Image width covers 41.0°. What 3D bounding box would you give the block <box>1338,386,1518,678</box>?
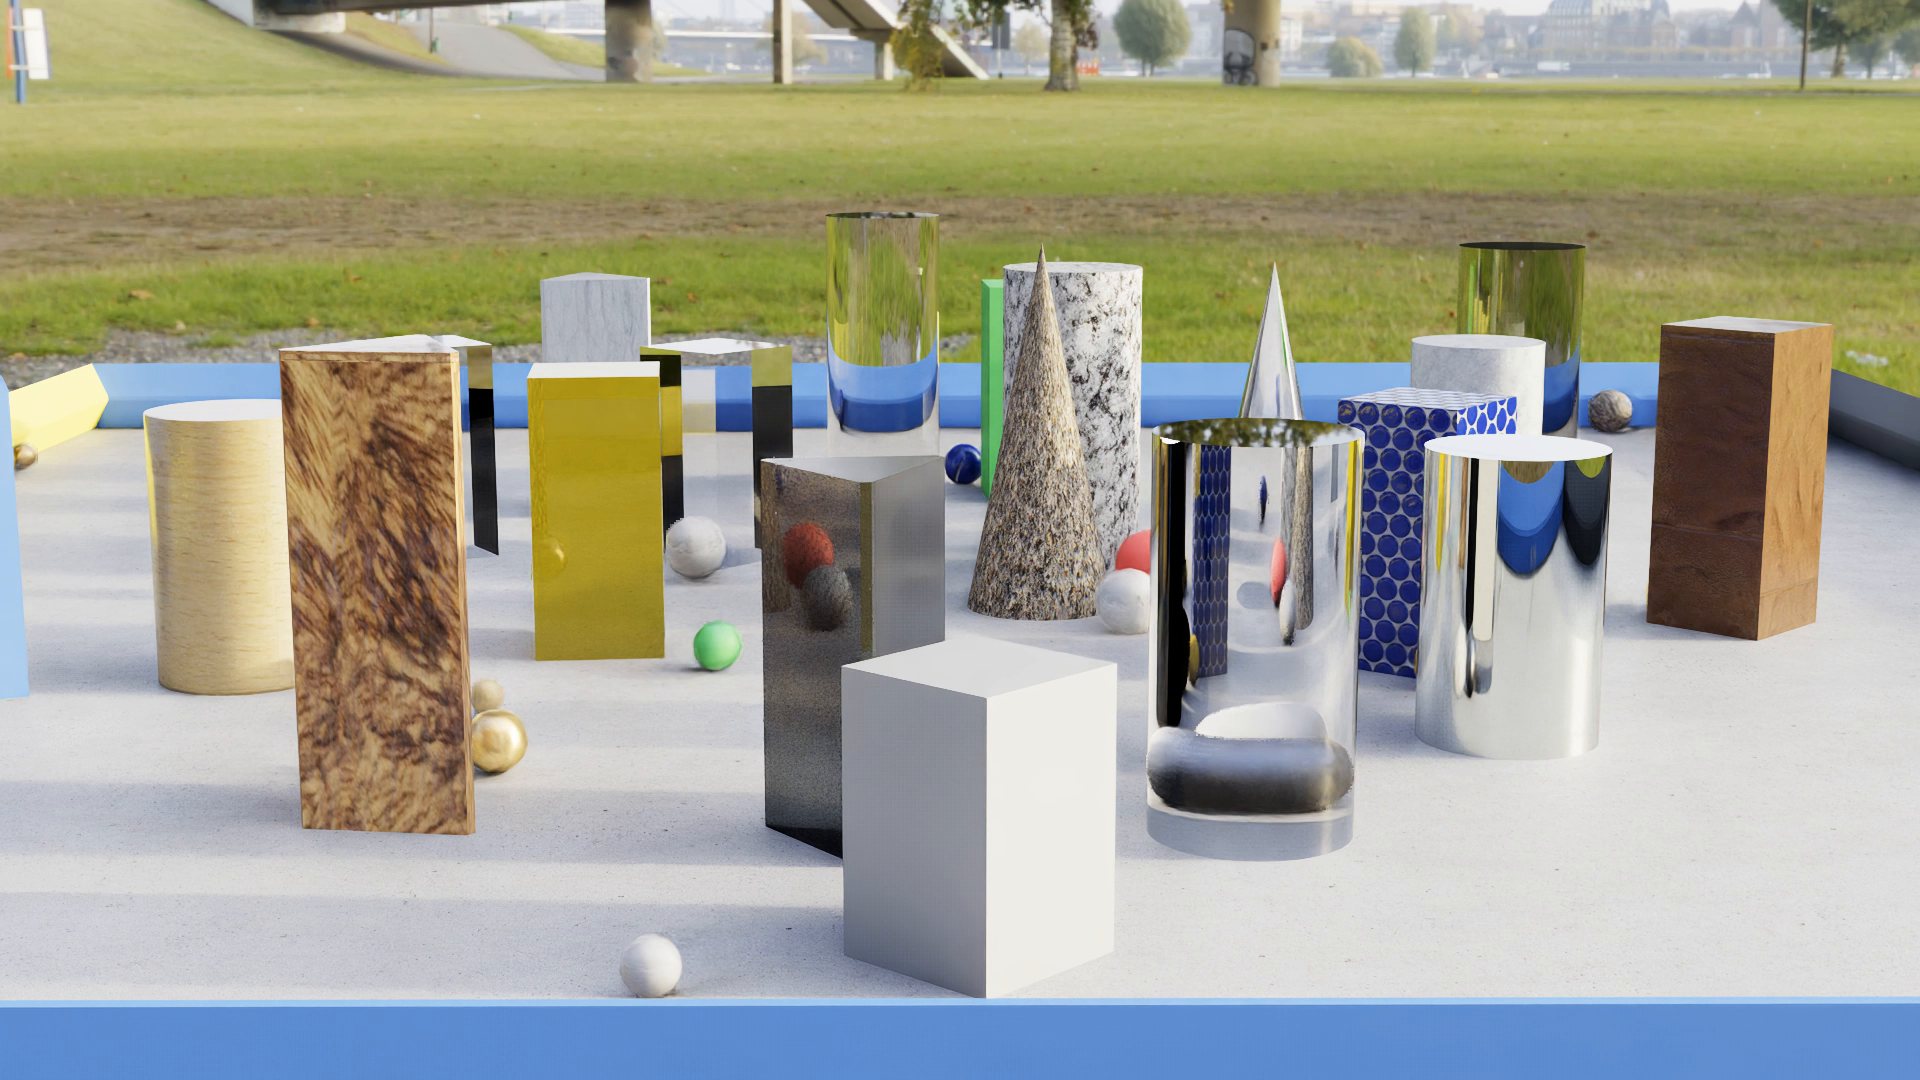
[{"bbox_3d":[0.568,-0.011,3.141,0.159,0.329,0.159,8,13,37],"label":"block"}]

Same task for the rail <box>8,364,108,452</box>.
[{"bbox_3d":[-1.729,0.035,3.439,0.045,0.129,3.614,0,10,0],"label":"rail"}]

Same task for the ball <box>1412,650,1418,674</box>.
[{"bbox_3d":[0.565,0.147,3.032,0.060,0.060,0.060,0,10,0],"label":"ball"}]

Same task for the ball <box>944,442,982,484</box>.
[{"bbox_3d":[0.007,-0.134,4.511,0.073,0.073,0.073,0,10,0],"label":"ball"}]

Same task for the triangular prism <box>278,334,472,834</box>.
[{"bbox_3d":[-0.543,0.039,2.503,0.172,0.464,0.149,1,11,7],"label":"triangular prism"}]

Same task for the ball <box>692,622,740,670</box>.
[{"bbox_3d":[-0.296,0.130,3.126,0.059,0.059,0.059,0,10,0],"label":"ball"}]

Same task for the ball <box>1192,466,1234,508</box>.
[{"bbox_3d":[0.420,-0.088,4.271,0.070,0.070,0.070,0,10,0],"label":"ball"}]

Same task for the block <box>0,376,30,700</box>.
[{"bbox_3d":[-1.192,-0.002,3.008,0.159,0.360,0.159,-4,11,-23],"label":"block"}]

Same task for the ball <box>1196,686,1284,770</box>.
[{"bbox_3d":[0.293,0.197,2.678,0.090,0.090,0.090,0,10,0],"label":"ball"}]

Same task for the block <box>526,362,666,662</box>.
[{"bbox_3d":[-0.455,-0.039,3.230,0.159,0.353,0.159,-1,11,-6],"label":"block"}]

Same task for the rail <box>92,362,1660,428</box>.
[{"bbox_3d":[-0.010,-0.291,5.202,3.505,0.129,0.045,0,10,0],"label":"rail"}]

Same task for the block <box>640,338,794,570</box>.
[{"bbox_3d":[-0.362,-0.132,3.832,0.159,0.317,0.159,9,14,40],"label":"block"}]

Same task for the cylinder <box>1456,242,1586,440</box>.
[{"bbox_3d":[0.900,-0.254,4.148,0.198,0.441,0.198,0,10,0],"label":"cylinder"}]

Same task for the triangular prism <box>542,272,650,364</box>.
[{"bbox_3d":[-0.606,-0.243,4.241,0.172,0.386,0.149,-3,11,-14],"label":"triangular prism"}]

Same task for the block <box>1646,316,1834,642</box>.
[{"bbox_3d":[1.021,-0.085,3.362,0.159,0.395,0.159,10,15,44],"label":"block"}]

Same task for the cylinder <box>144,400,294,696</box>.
[{"bbox_3d":[-0.864,0.005,3.070,0.198,0.324,0.198,0,10,0],"label":"cylinder"}]

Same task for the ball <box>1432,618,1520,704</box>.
[{"bbox_3d":[0.595,0.140,2.958,0.099,0.099,0.099,0,10,0],"label":"ball"}]

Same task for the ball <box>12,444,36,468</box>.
[{"bbox_3d":[-1.714,-0.154,4.697,0.044,0.044,0.044,0,10,0],"label":"ball"}]

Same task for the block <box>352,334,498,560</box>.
[{"bbox_3d":[-0.803,-0.138,3.855,0.159,0.319,0.159,-6,12,-31],"label":"block"}]

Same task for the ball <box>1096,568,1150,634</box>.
[{"bbox_3d":[0.219,0.079,3.329,0.085,0.085,0.085,0,10,0],"label":"ball"}]

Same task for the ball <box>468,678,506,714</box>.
[{"bbox_3d":[-0.537,0.178,2.914,0.041,0.041,0.041,0,10,0],"label":"ball"}]

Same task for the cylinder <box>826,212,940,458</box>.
[{"bbox_3d":[-0.135,-0.336,4.516,0.198,0.469,0.198,0,10,0],"label":"cylinder"}]

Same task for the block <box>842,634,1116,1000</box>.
[{"bbox_3d":[0.016,0.222,2.110,0.159,0.246,0.159,9,14,42],"label":"block"}]

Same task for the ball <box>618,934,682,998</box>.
[{"bbox_3d":[-0.245,0.337,2.031,0.050,0.050,0.050,0,10,0],"label":"ball"}]

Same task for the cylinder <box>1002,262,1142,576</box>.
[{"bbox_3d":[0.160,-0.171,3.695,0.198,0.443,0.198,0,10,0],"label":"cylinder"}]

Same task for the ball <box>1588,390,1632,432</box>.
[{"bbox_3d":[1.307,-0.259,5.153,0.086,0.086,0.086,0,10,0],"label":"ball"}]

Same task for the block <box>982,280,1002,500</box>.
[{"bbox_3d":[0.122,-0.257,4.379,0.159,0.363,0.159,-1,11,-4],"label":"block"}]

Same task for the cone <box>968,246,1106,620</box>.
[{"bbox_3d":[0.109,-0.154,3.461,0.198,0.494,0.198,0,10,0],"label":"cone"}]

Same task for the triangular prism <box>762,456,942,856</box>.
[{"bbox_3d":[-0.077,0.104,2.437,0.149,0.359,0.172,-8,13,-36],"label":"triangular prism"}]

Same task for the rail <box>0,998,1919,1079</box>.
[{"bbox_3d":[0.010,0.358,1.695,3.505,0.129,0.045,0,10,0],"label":"rail"}]

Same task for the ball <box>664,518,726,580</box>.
[{"bbox_3d":[-0.380,0.012,3.681,0.089,0.089,0.089,0,10,0],"label":"ball"}]

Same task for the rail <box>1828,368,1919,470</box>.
[{"bbox_3d":[1.729,0.031,3.459,0.045,0.129,3.614,0,10,0],"label":"rail"}]

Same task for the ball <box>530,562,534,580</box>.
[{"bbox_3d":[-0.543,0.037,3.528,0.094,0.094,0.094,0,10,0],"label":"ball"}]

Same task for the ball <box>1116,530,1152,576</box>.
[{"bbox_3d":[0.262,0.032,3.559,0.093,0.093,0.093,0,10,0],"label":"ball"}]

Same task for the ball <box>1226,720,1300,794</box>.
[{"bbox_3d":[0.306,0.219,2.599,0.075,0.075,0.075,0,10,0],"label":"ball"}]

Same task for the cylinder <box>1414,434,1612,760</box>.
[{"bbox_3d":[0.600,0.058,2.791,0.198,0.321,0.198,0,10,0],"label":"cylinder"}]

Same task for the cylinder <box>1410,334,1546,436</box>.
[{"bbox_3d":[0.781,-0.144,3.896,0.198,0.317,0.198,0,10,0],"label":"cylinder"}]

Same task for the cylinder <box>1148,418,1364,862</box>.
[{"bbox_3d":[0.279,0.089,2.439,0.198,0.388,0.198,0,10,0],"label":"cylinder"}]

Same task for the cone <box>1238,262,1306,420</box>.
[{"bbox_3d":[0.436,-0.161,3.598,0.198,0.459,0.198,0,10,0],"label":"cone"}]

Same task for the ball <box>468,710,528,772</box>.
[{"bbox_3d":[-0.484,0.210,2.674,0.066,0.066,0.066,0,10,0],"label":"ball"}]
